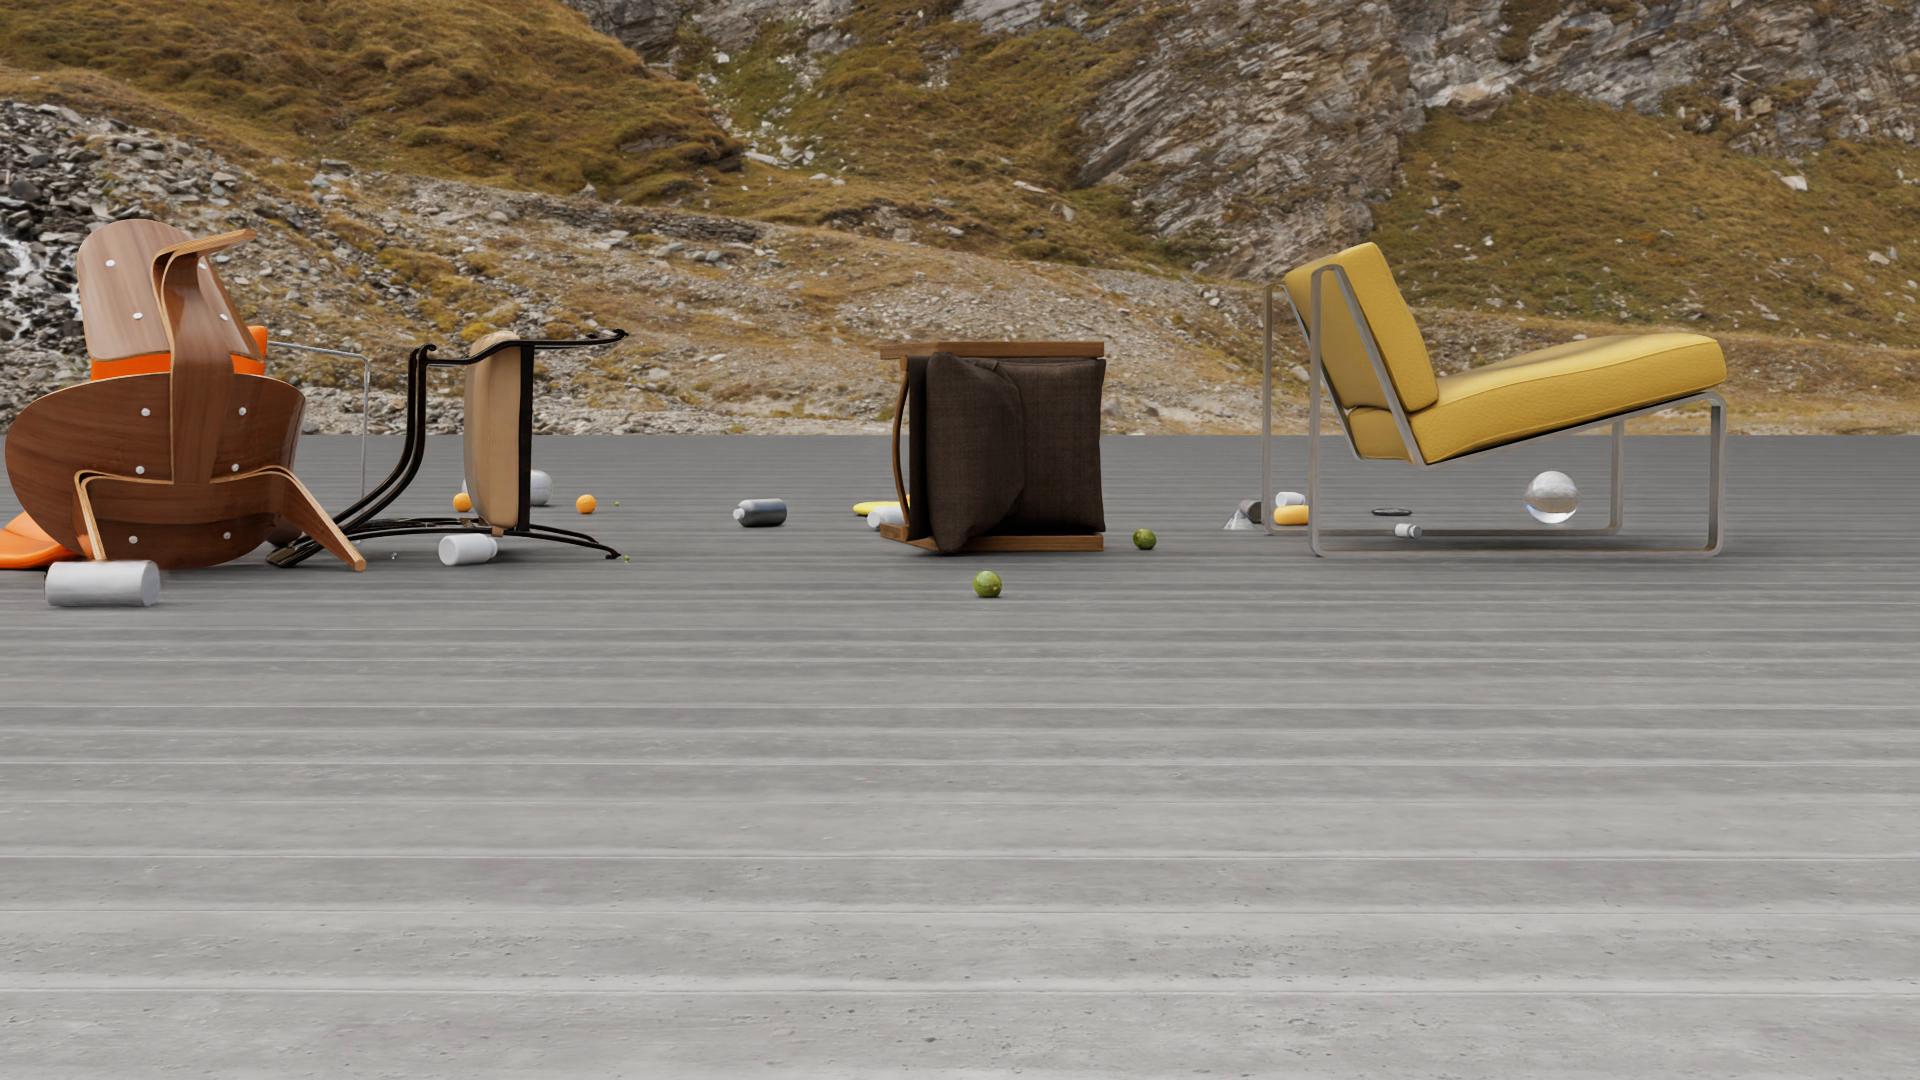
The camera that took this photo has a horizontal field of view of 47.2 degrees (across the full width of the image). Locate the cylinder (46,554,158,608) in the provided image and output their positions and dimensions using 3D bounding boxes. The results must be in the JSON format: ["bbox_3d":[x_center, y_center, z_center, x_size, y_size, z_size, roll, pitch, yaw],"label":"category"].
[{"bbox_3d":[-1.775,0.090,4.557,0.192,0.091,0.123,-8,24,-4],"label":"cylinder"}]

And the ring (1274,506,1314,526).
[{"bbox_3d":[1.108,-0.081,7.302,0.122,0.060,0.162,1,5,36],"label":"ring"}]

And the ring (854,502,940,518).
[{"bbox_3d":[-0.225,-0.108,7.806,0.277,0.044,0.358,-3,5,-39],"label":"ring"}]

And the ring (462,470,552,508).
[{"bbox_3d":[-1.738,-0.197,8.451,0.345,0.135,0.348,-2,5,-16],"label":"ring"}]

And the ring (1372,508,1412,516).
[{"bbox_3d":[1.536,-0.098,7.825,0.147,0.022,0.132,4,6,41],"label":"ring"}]

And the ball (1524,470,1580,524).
[{"bbox_3d":[1.978,-0.144,7.348,0.177,0.177,0.177,0,4,0],"label":"ball"}]

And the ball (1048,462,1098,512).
[{"bbox_3d":[0.413,-0.195,8.051,0.182,0.182,0.182,0,4,0],"label":"ball"}]

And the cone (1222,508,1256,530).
[{"bbox_3d":[0.899,-0.071,7.090,0.120,0.066,0.116,4,5,44],"label":"cone"}]
